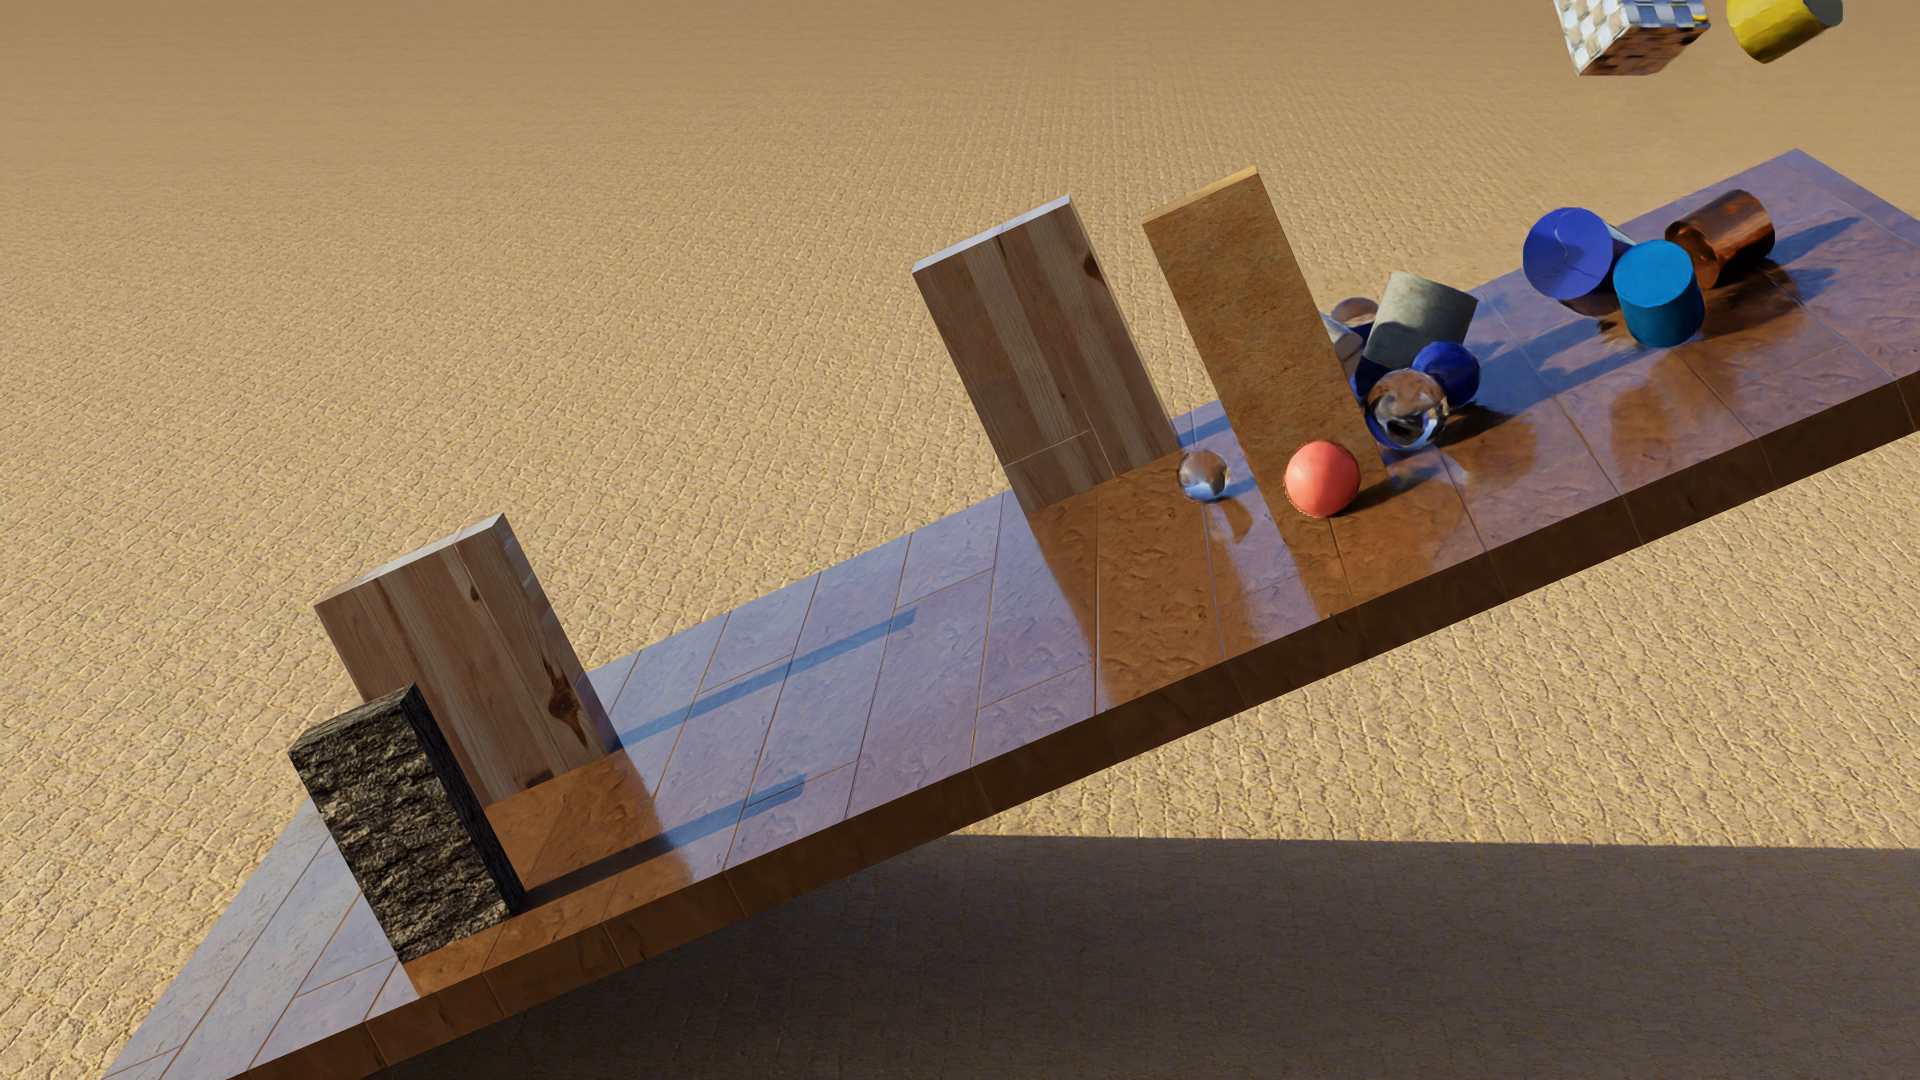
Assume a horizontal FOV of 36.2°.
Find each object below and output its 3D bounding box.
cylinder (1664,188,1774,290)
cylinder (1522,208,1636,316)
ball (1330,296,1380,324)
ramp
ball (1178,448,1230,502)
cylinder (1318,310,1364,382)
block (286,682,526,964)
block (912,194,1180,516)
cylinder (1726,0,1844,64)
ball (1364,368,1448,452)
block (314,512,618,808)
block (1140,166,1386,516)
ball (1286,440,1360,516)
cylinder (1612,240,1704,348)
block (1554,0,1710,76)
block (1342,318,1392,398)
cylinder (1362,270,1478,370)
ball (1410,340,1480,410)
[{"bbox_3d":[1.583,-0.627,6.133,0.158,0.158,0.158,-31,27,-19],"label":"cylinder"},{"bbox_3d":[1.253,-0.558,5.915,0.187,0.187,0.187,10,-2,32],"label":"cylinder"},{"bbox_3d":[0.931,-0.498,6.884,0.142,0.142,0.142,0,15,0],"label":"ball"},{"bbox_3d":[0.134,0.169,6.283,4.000,0.100,2.000,-23,13,9],"label":"ramp"},{"bbox_3d":[0.522,-0.139,6.294,0.114,0.114,0.114,0,15,0],"label":"ball"},{"bbox_3d":[0.733,-0.399,6.163,0.158,0.158,0.158,36,33,31],"label":"cylinder"},{"bbox_3d":[-1.076,0.553,5.737,0.245,0.479,0.135,-23,13,9],"label":"block"},{"bbox_3d":[0.204,-0.432,6.881,0.397,0.634,0.140,-23,13,9],"label":"block"},{"bbox_3d":[1.594,-1.026,5.687,0.156,0.156,0.156,-16,-9,-45],"label":"cylinder"},{"bbox_3d":[0.903,-0.263,5.950,0.169,0.169,0.169,0,15,0],"label":"ball"},{"bbox_3d":[-1.103,0.295,6.585,0.448,0.576,0.123,-23,13,9],"label":"block"},{"bbox_3d":[0.613,-0.402,5.947,0.249,0.656,0.117,-23,13,9],"label":"block"},{"bbox_3d":[0.715,-0.121,5.790,0.147,0.147,0.147,0,15,0],"label":"ball"},{"bbox_3d":[1.382,-0.486,5.814,0.155,0.155,0.155,8,-24,28],"label":"cylinder"},{"bbox_3d":[1.332,-1.057,5.849,0.193,0.193,0.193,-5,-19,-24],"label":"block"},{"bbox_3d":[0.880,-0.400,6.490,0.152,0.152,0.152,-15,7,-28],"label":"block"},{"bbox_3d":[0.980,-0.451,6.266,0.192,0.192,0.192,20,3,-1],"label":"cylinder"},{"bbox_3d":[0.999,-0.339,6.058,0.144,0.144,0.144,0,15,0],"label":"ball"}]
